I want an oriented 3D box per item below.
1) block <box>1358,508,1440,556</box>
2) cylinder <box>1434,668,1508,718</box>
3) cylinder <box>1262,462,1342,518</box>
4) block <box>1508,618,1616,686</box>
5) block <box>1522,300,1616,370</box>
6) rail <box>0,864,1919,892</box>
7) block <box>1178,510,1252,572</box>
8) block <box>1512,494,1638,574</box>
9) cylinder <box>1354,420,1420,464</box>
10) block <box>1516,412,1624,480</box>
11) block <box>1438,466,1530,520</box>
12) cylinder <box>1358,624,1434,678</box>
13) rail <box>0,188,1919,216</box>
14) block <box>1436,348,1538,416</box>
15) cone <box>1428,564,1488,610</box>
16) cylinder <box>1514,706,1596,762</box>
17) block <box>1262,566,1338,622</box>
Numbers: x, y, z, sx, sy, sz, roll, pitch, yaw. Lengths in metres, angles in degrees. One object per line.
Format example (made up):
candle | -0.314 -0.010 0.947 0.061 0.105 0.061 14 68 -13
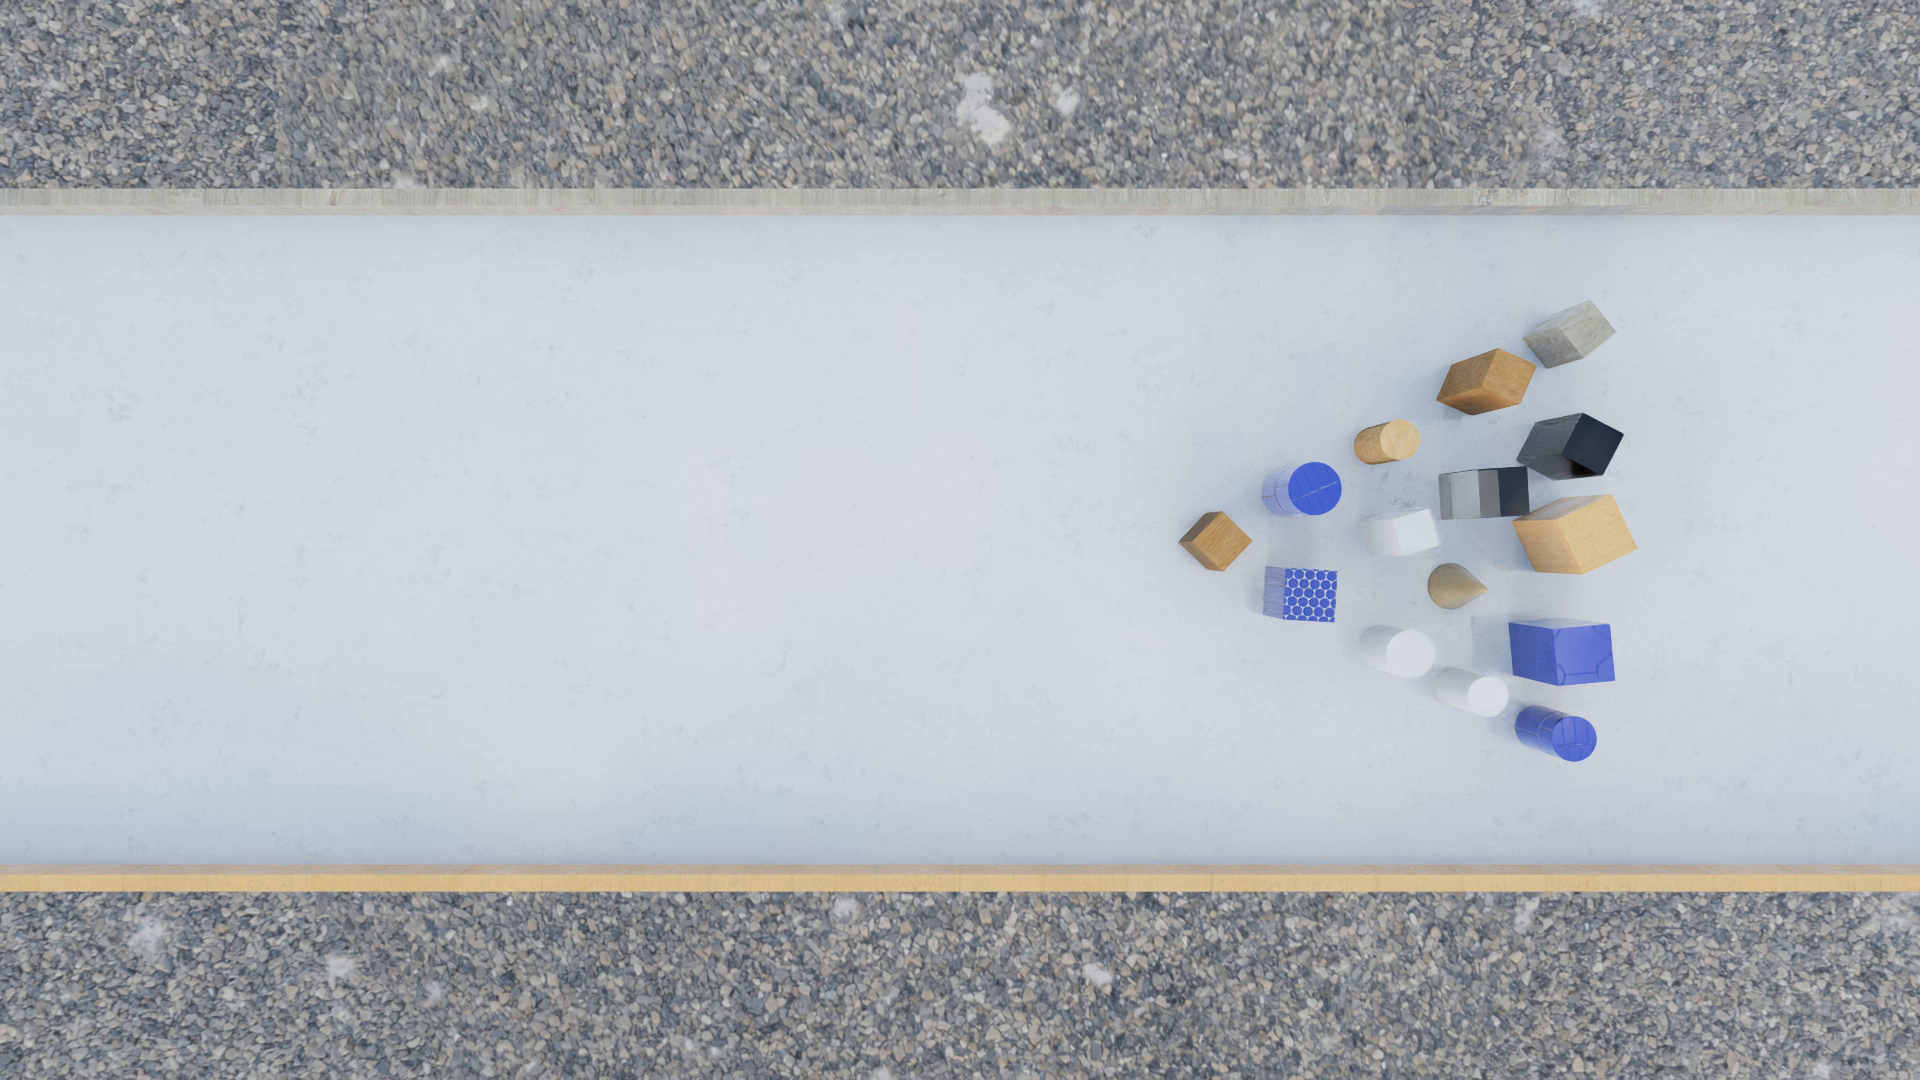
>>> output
block | 1.294 -0.023 4.877 0.108 0.400 0.108 -18 90 0
cylinder | 1.515 0.451 4.906 0.117 0.342 0.117 0 90 0
cylinder | 1.004 -0.145 4.871 0.152 0.410 0.152 0 90 0
block | 1.777 0.327 4.885 0.163 0.382 0.163 -5 90 0
block | 1.816 -0.611 4.925 0.121 0.303 0.121 -39 90 0
rail | -2.247 1.025 5.001 12.000 0.150 0.050 0 90 0
block | 0.759 0.004 4.920 0.124 0.312 0.124 44 90 0
block | 1.811 -0.016 4.882 0.173 0.390 0.173 -25 90 0
cylinder | 1.271 -0.290 4.919 0.117 0.314 0.117 0 90 0
block | 1.800 -0.273 4.884 0.134 0.385 0.134 27 90 0
block | 1.547 -0.136 4.883 0.141 0.387 0.141 -4 90 0
cylinder | 1.297 0.329 4.912 0.139 0.328 0.139 0 90 0
rail | -2.247 -1.025 5.002 12.000 0.150 0.050 0 90 0
block | 1.544 -0.461 4.856 0.120 0.440 0.120 24 90 0
cone | 1.511 0.142 4.892 0.144 0.368 0.144 0 90 0
cylinder | 1.773 0.575 4.919 0.132 0.315 0.132 0 90 0
block | 1.011 0.159 4.917 0.150 0.319 0.150 3 90 0
